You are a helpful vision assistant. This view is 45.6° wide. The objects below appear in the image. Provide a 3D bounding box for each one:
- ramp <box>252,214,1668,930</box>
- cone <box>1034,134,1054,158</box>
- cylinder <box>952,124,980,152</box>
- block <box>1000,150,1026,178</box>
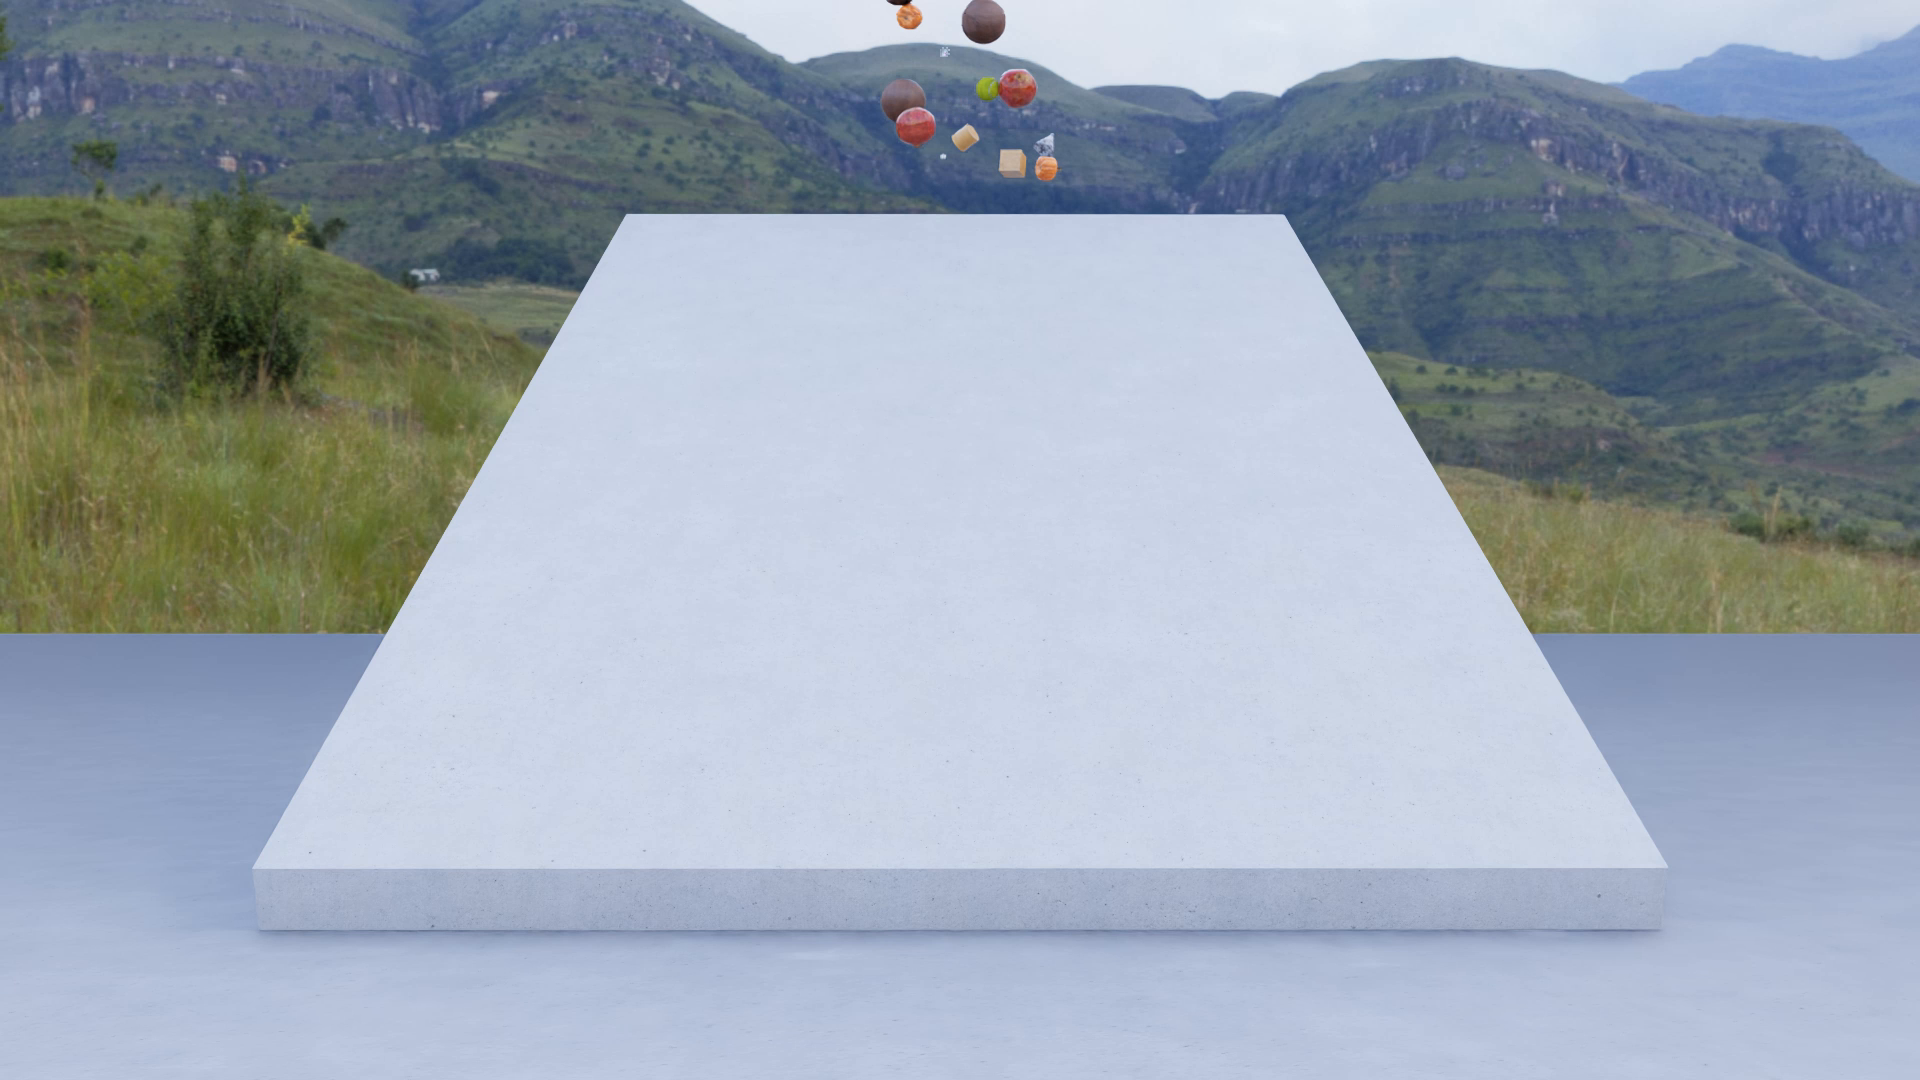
[{"bbox_3d":[-0.006,-0.217,5.109,2.000,0.100,4.000,0,21,0],"label":"ramp"},{"bbox_3d":[0.253,-1.137,6.520,0.063,0.063,0.063,24,-22,11],"label":"cone"},{"bbox_3d":[0.015,-1.142,6.494,0.055,0.055,0.055,-35,-18,23],"label":"cylinder"},{"bbox_3d":[0.155,-1.099,6.682,0.062,0.062,0.062,2,-10,16],"label":"block"}]
